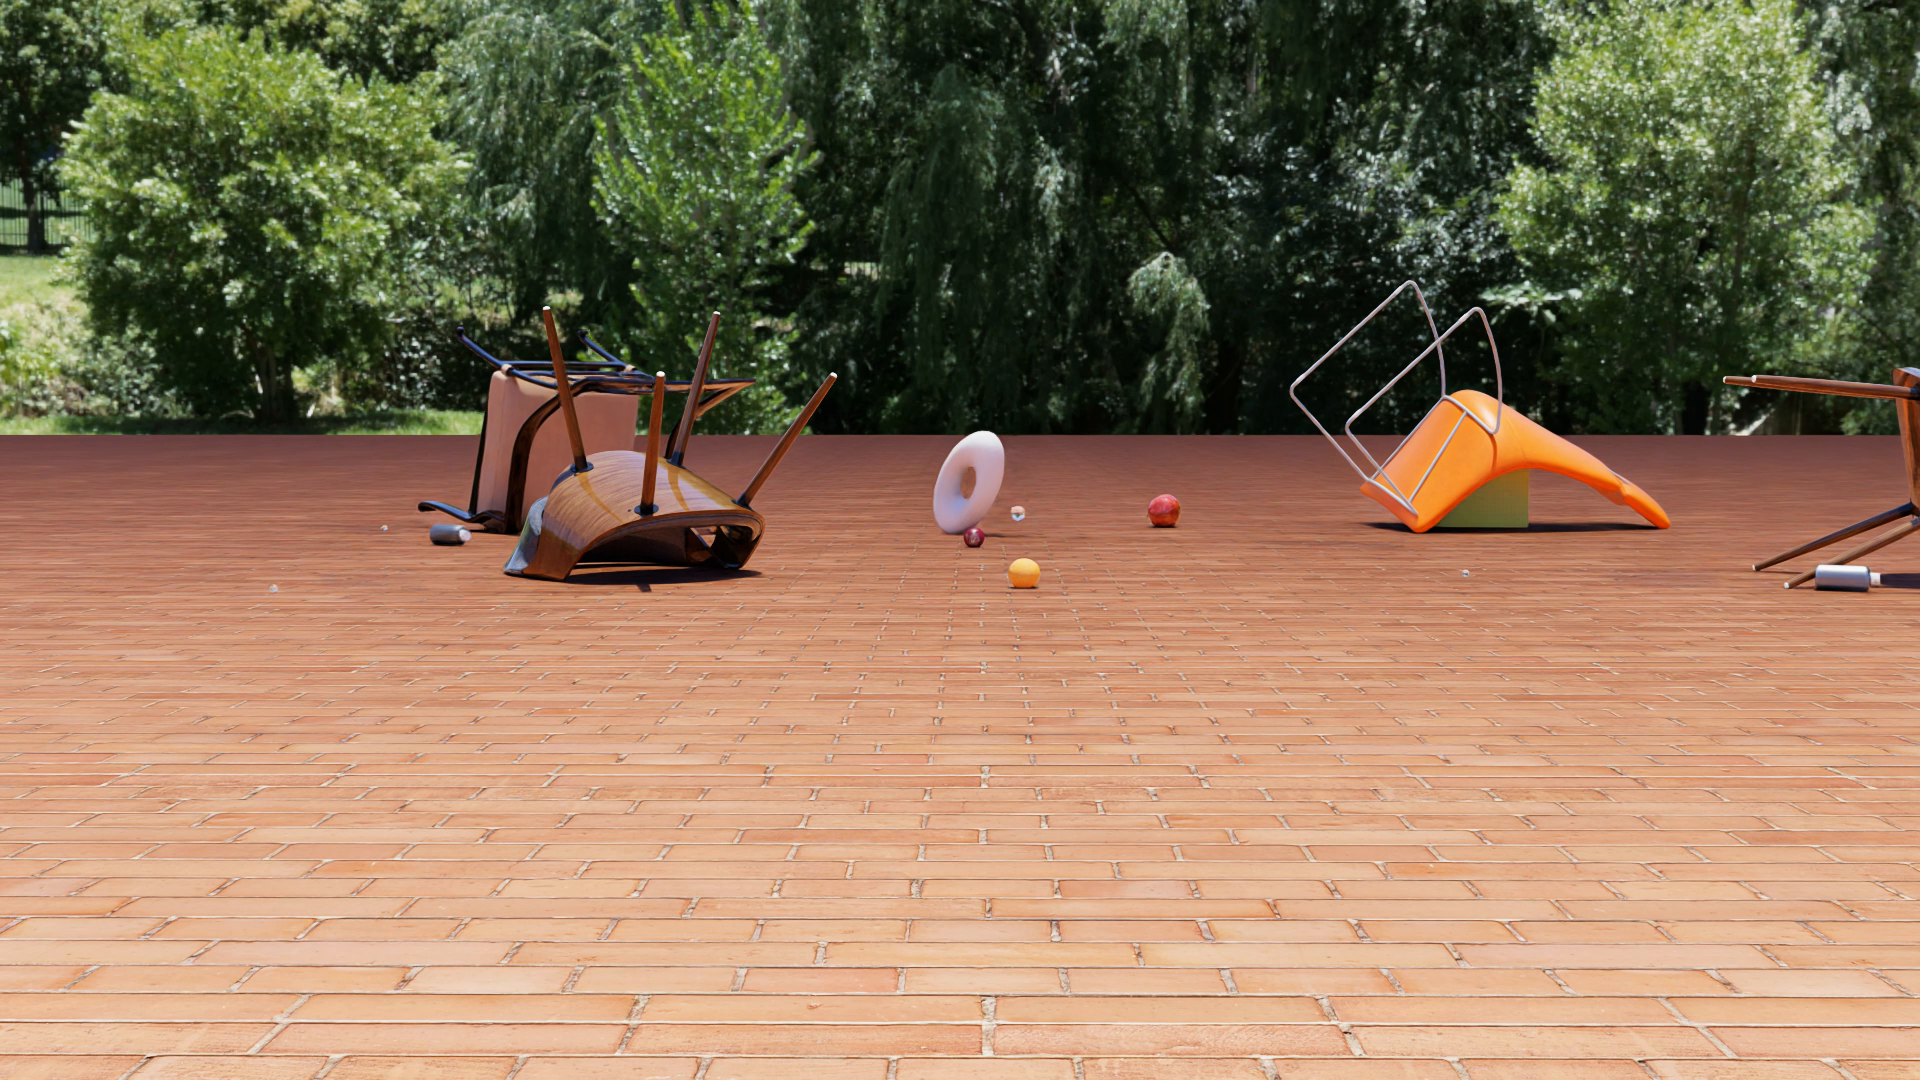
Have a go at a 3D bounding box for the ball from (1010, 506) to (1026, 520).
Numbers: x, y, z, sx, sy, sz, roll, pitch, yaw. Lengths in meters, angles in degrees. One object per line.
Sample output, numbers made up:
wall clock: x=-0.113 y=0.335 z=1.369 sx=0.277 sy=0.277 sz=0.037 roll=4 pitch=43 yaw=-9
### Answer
ball: x=0.198 y=-0.092 z=7.508 sx=0.052 sy=0.052 sz=0.052 roll=0 pitch=4 yaw=0

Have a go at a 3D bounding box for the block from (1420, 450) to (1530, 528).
block: x=1.700 y=-0.171 z=7.280 sx=0.322 sy=0.240 sz=0.268 roll=0 pitch=4 yaw=7

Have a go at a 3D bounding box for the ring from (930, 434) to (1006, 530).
ring: x=0.026 y=-0.175 z=6.743 sx=0.194 sy=0.383 sz=0.097 roll=38 pitch=36 yaw=9

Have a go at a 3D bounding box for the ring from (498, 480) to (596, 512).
ring: x=-1.527 y=-0.165 z=8.166 sx=0.383 sy=0.109 sz=0.317 roll=-3 pitch=6 yaw=-29

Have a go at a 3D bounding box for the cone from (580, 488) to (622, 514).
cone: x=-1.326 y=-0.120 z=7.979 sx=0.166 sy=0.092 sz=0.128 roll=4 pitch=24 yaw=12
